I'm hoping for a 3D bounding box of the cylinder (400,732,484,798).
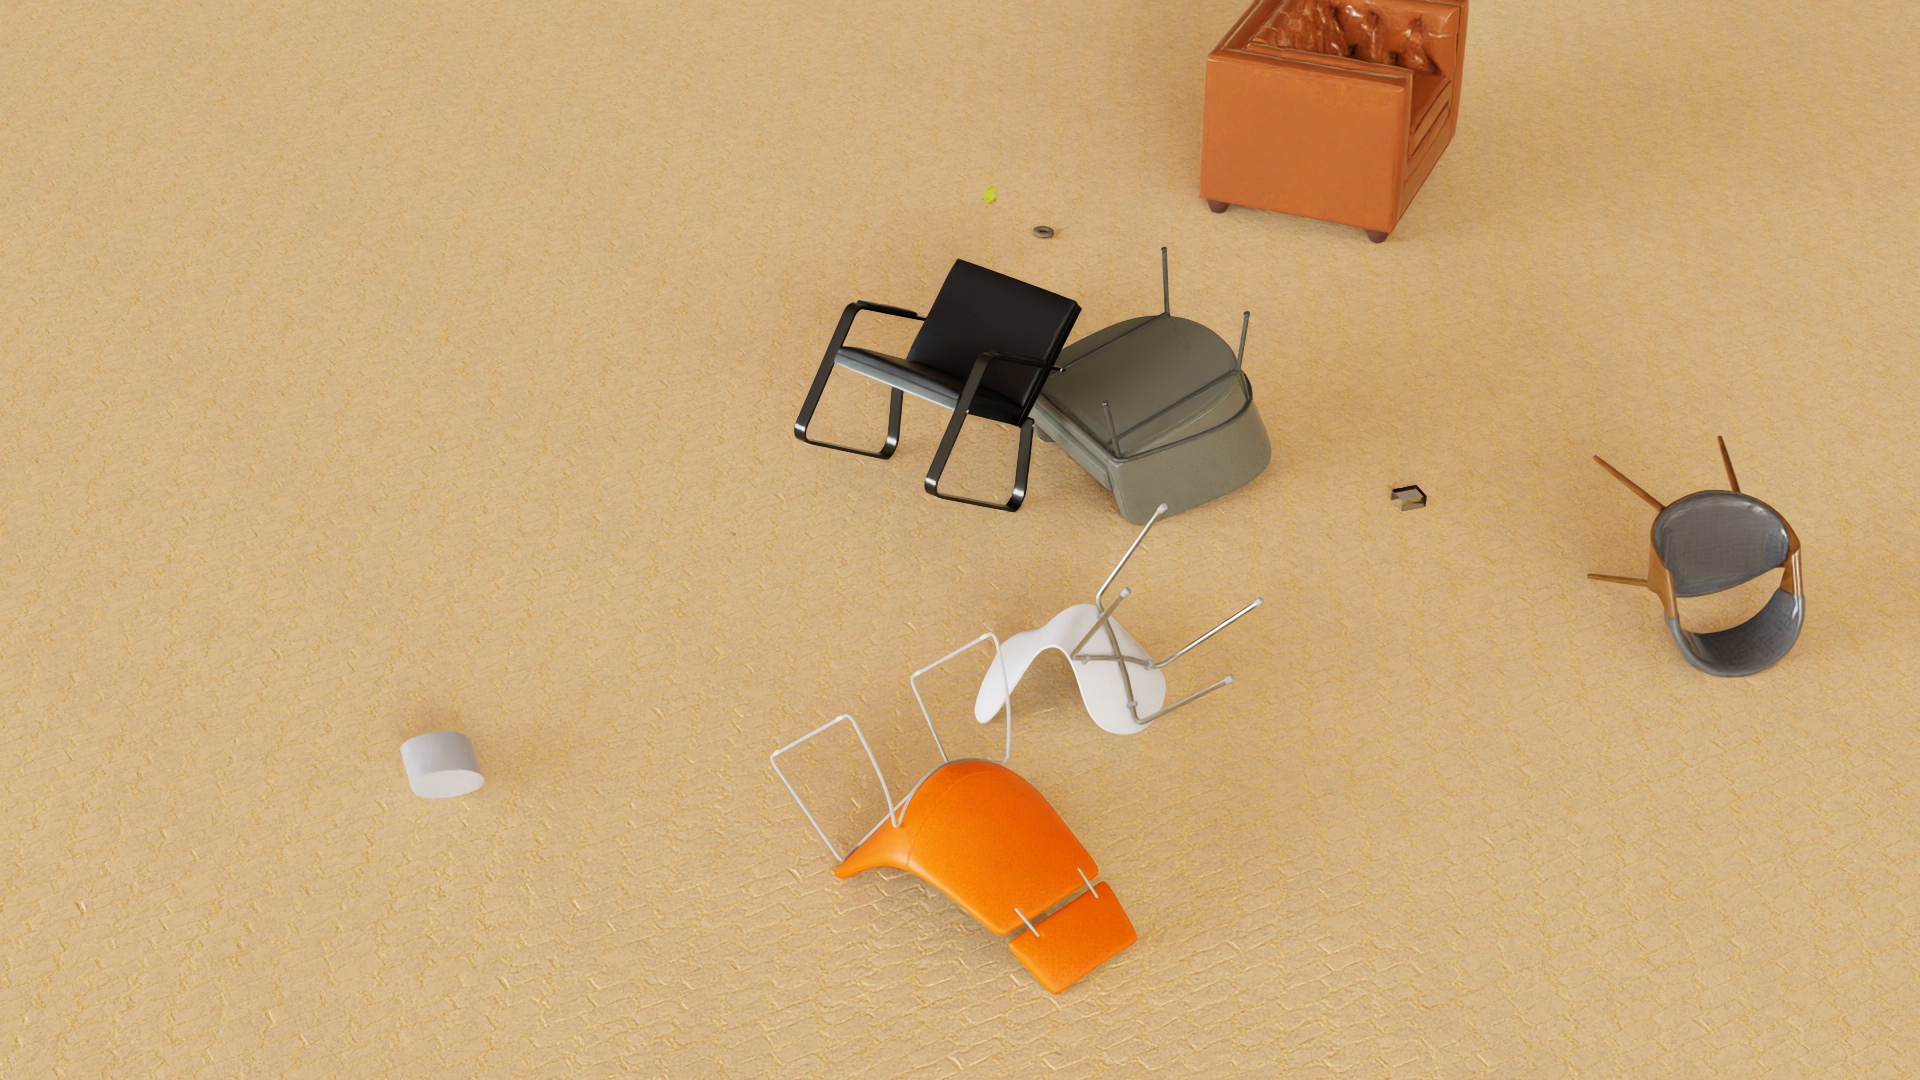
[{"bbox_3d":[-1.716,0.745,9.710,0.239,0.112,0.220,-4,33,-20],"label":"cylinder"}]

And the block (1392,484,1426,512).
[{"bbox_3d":[1.706,-0.159,11.141,0.104,0.049,0.086,-11,35,-16],"label":"block"}]

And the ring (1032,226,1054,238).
[{"bbox_3d":[0.369,-1.364,12.993,0.091,0.025,0.102,-24,40,-34],"label":"ring"}]
